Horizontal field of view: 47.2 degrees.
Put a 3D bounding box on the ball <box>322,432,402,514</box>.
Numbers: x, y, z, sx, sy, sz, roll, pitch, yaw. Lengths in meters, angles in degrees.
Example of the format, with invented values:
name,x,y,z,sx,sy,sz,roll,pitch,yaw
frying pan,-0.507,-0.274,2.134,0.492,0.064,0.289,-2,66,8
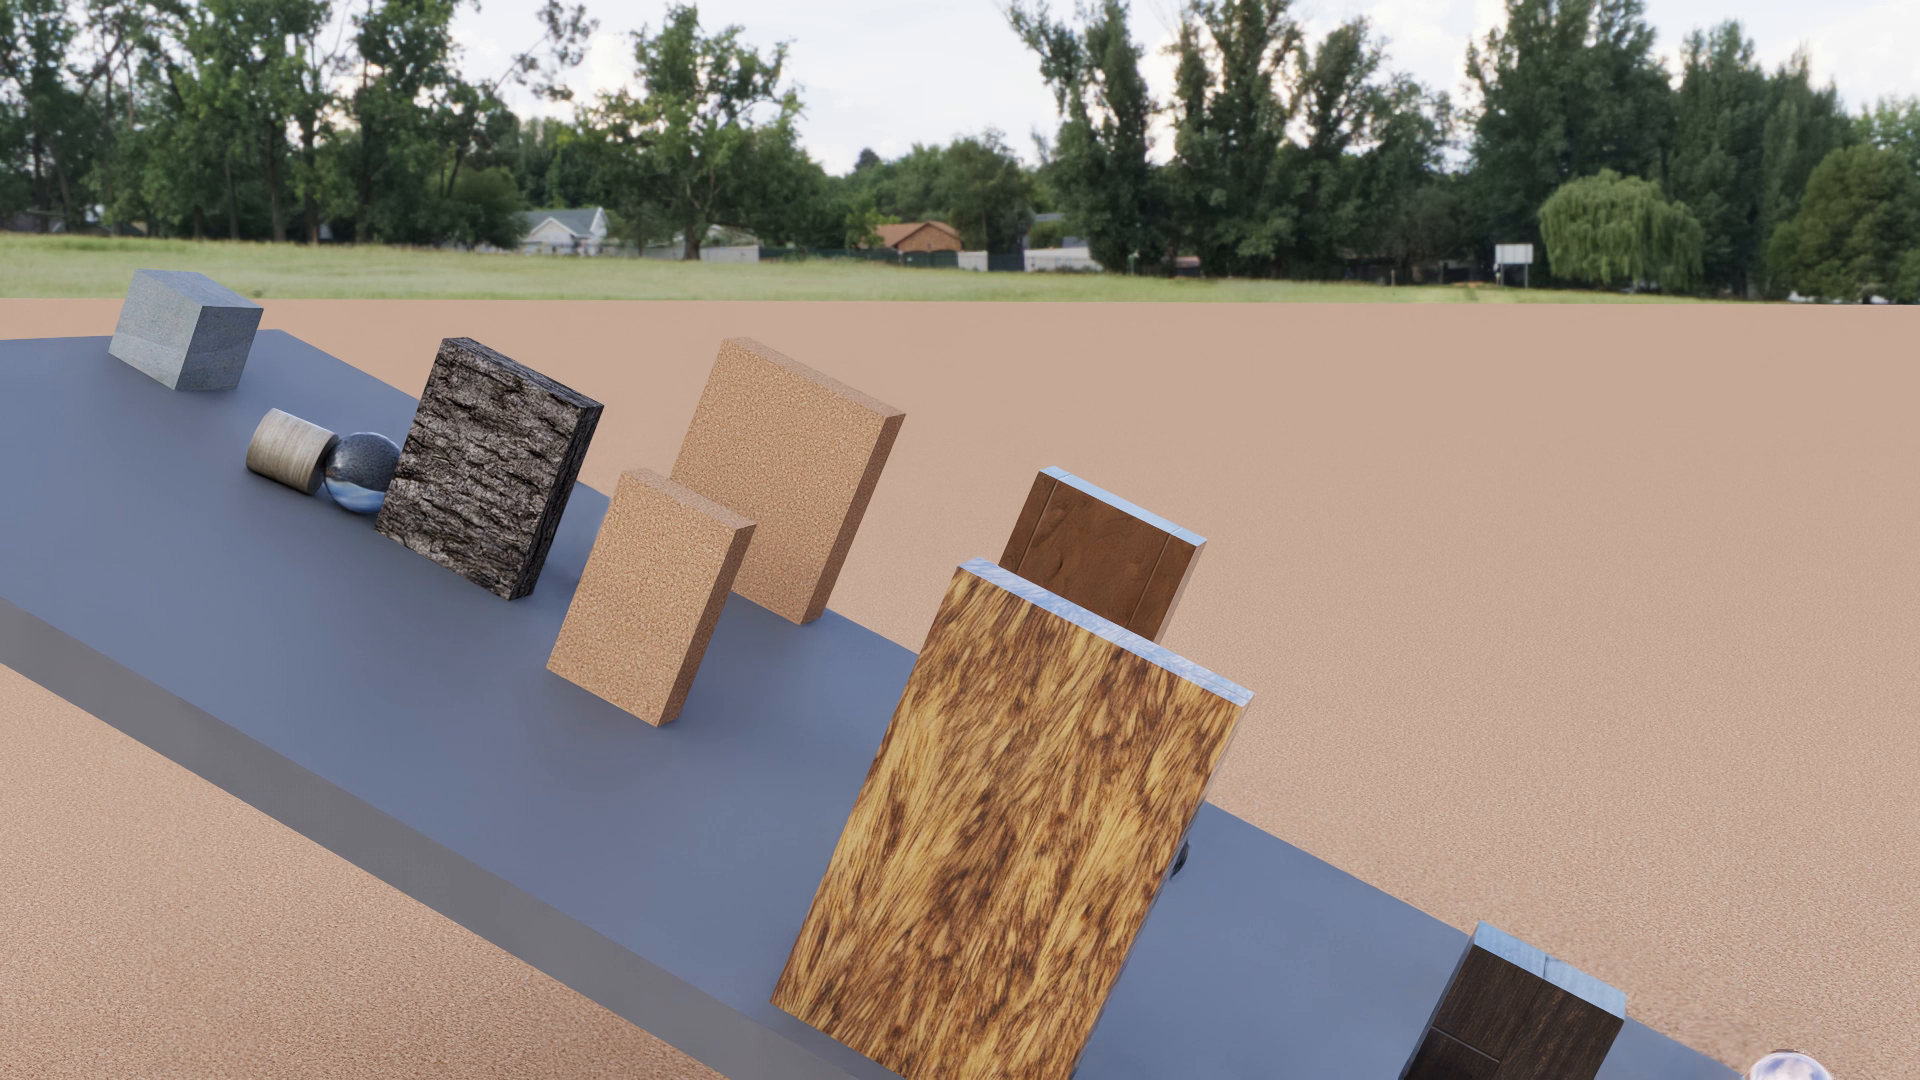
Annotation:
name,x,y,z,sx,sy,sz,roll,pitch,yaw
ball,-1.212,-0.137,4.484,0.168,0.168,0.168,0,7,0

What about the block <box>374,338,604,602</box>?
name,x,y,z,sx,sy,sz,roll,pitch,yaw
block,-0.945,-0.144,4.403,0.329,0.423,0.099,26,13,13

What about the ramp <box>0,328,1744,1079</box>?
name,x,y,z,sx,sy,sz,roll,pitch,yaw
ramp,-0.283,0.490,4.181,4.000,0.100,2.000,26,13,13

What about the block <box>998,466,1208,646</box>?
name,x,y,z,sx,sy,sz,roll,pitch,yaw
block,0.205,0.215,4.471,0.350,0.636,0.116,26,13,13

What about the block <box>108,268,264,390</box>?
name,x,y,z,sx,sy,sz,roll,pitch,yaw
block,-1.710,-0.464,4.863,0.199,0.199,0.199,28,14,18

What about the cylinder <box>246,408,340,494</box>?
name,x,y,z,sx,sy,sz,roll,pitch,yaw
cylinder,-1.358,-0.180,4.478,0.135,0.135,0.135,23,7,-2

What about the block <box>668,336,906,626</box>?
name,x,y,z,sx,sy,sz,roll,pitch,yaw
block,-0.428,-0.138,5.043,0.423,0.521,0.138,26,13,13

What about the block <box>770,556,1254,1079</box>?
name,x,y,z,sx,sy,sz,roll,pitch,yaw
block,0.066,0.446,3.145,0.439,0.718,0.105,26,13,13

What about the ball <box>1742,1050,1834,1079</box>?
name,x,y,z,sx,sy,sz,roll,pitch,yaw
ball,1.652,1.113,4.378,0.187,0.187,0.187,0,7,0

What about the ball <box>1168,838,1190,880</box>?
name,x,y,z,sx,sy,sz,roll,pitch,yaw
ball,0.379,0.602,4.328,0.143,0.143,0.143,0,7,0

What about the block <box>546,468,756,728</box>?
name,x,y,z,sx,sy,sz,roll,pitch,yaw
block,-0.574,0.105,4.086,0.245,0.408,0.099,26,13,13

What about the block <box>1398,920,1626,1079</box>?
name,x,y,z,sx,sy,sz,roll,pitch,yaw
block,0.821,0.855,3.423,0.244,0.441,0.131,26,13,13
